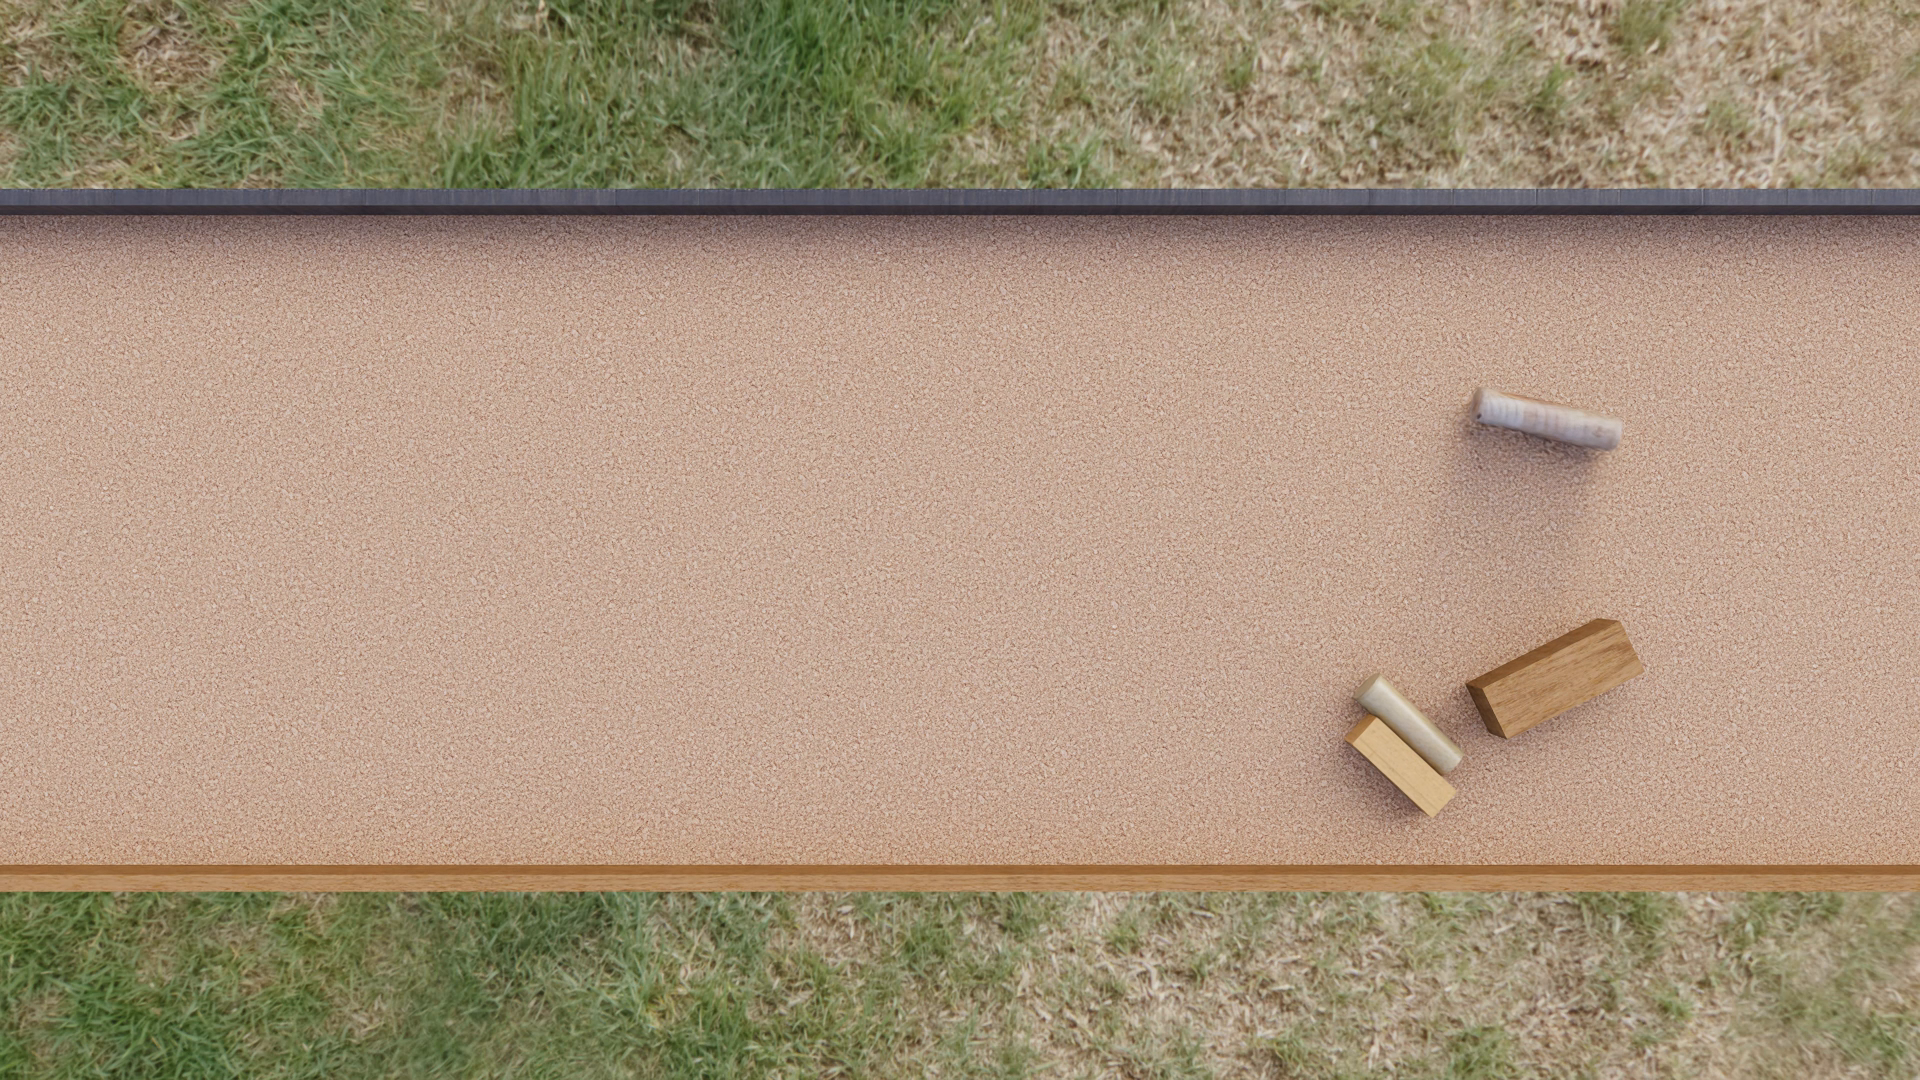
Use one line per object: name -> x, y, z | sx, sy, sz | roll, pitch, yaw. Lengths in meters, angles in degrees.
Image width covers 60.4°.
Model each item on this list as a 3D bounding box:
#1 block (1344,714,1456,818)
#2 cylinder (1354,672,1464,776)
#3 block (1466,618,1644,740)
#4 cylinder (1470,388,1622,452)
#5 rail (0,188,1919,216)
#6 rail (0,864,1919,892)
block -> 1.339, 0.686, 5.021 | 0.330, 0.110, 0.110 | 43, 90, 0
cylinder -> 1.366, 0.562, 5.023 | 0.350, 0.108, 0.108 | 43, 90, 0
block -> 1.796, 0.417, 4.992 | 0.457, 0.170, 0.170 | -26, 90, 0
cylinder -> 1.782, -0.365, 5.025 | 0.434, 0.102, 0.102 | 13, 90, 0
rail -> -2.247, -1.025, 5.002 | 12.000, 0.150, 0.050 | 0, 90, 0
rail -> -2.247, 1.025, 5.001 | 12.000, 0.150, 0.050 | 0, 90, 0
